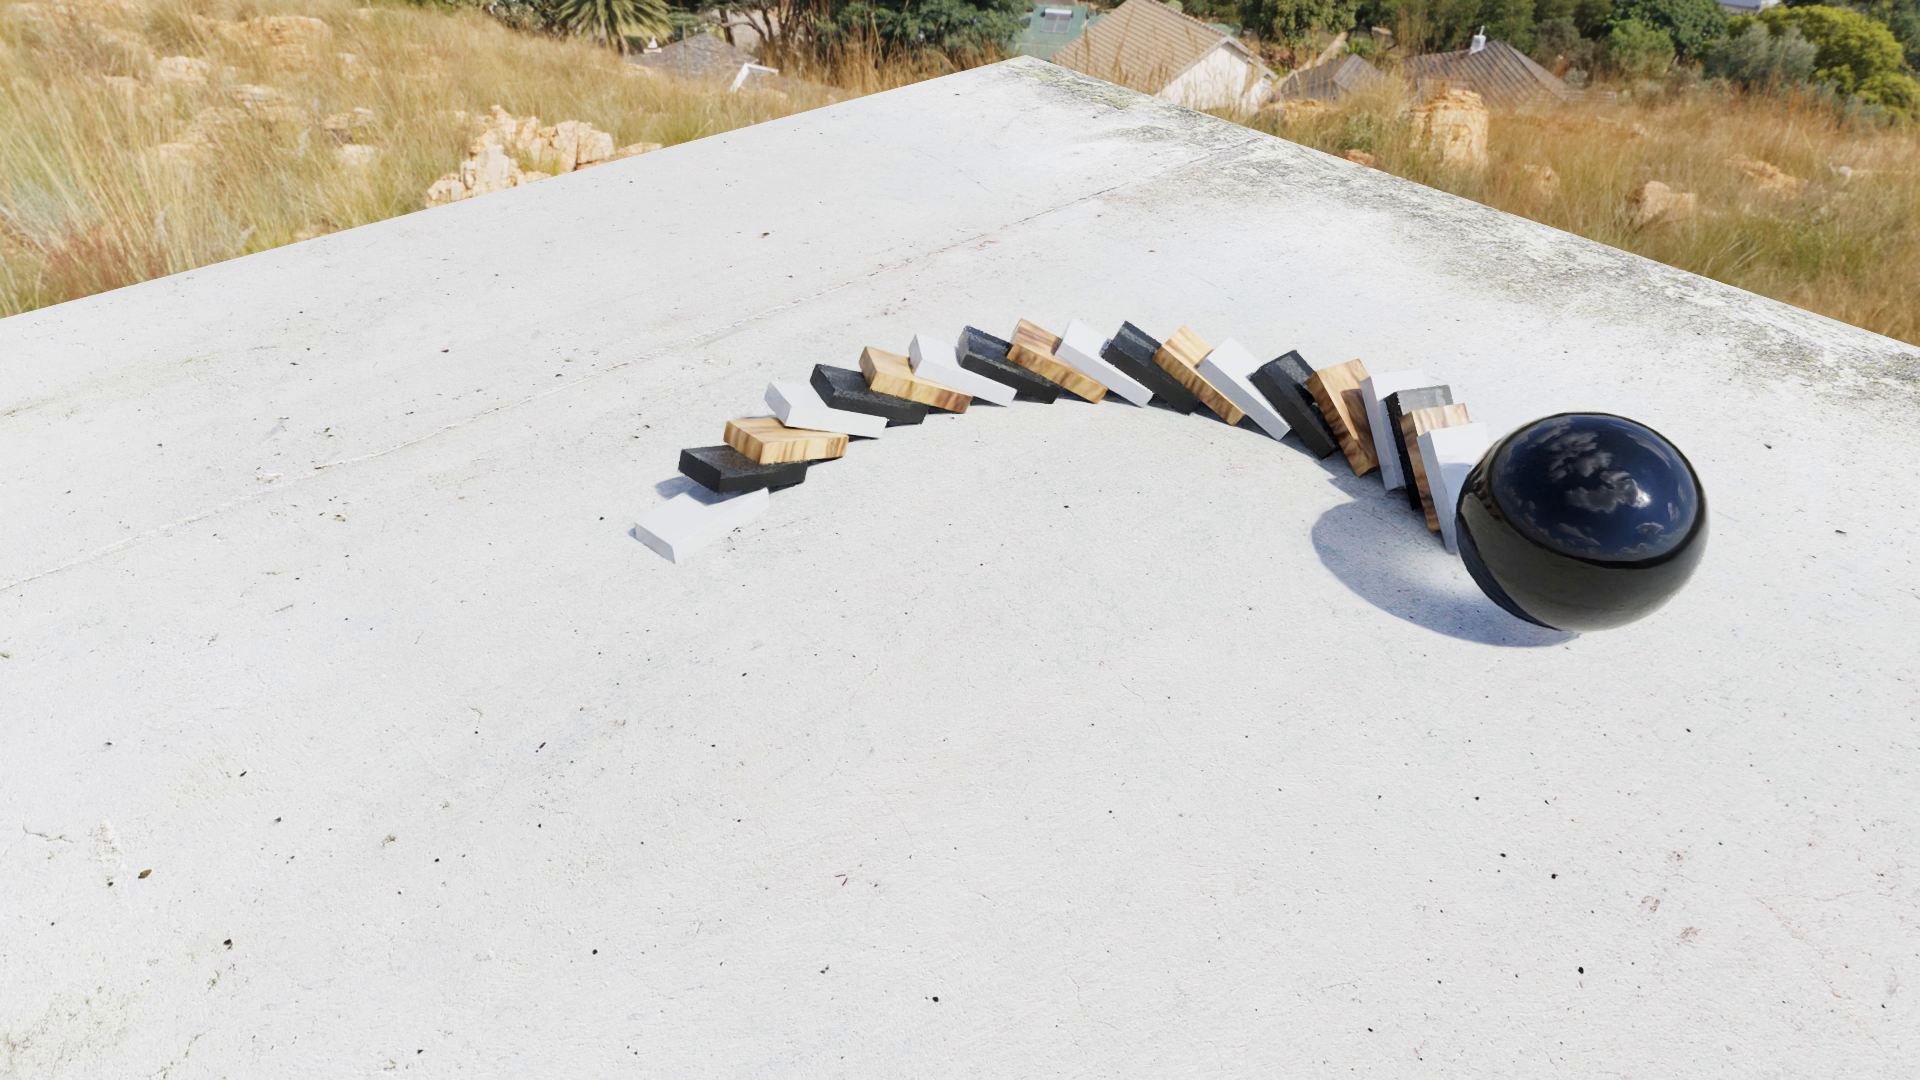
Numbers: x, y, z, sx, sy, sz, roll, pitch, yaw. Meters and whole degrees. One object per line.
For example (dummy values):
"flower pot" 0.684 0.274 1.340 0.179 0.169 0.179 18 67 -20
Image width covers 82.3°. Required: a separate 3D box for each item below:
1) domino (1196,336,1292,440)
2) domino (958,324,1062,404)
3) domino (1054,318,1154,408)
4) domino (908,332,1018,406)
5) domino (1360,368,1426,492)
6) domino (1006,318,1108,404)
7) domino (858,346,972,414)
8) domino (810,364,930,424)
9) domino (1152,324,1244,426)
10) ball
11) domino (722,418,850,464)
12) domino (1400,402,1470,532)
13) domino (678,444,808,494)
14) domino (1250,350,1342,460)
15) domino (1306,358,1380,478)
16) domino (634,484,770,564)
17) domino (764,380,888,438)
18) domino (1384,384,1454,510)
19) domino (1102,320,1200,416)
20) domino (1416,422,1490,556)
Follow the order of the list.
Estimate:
"domino" 0.137 -0.071 0.514 0.050 0.010 0.025 42 51 8
"domino" 0.024 -0.085 0.531 0.050 0.010 0.025 19 36 -18
"domino" 0.071 -0.086 0.532 0.050 0.010 0.025 29 41 -5
"domino" 0.001 -0.082 0.527 0.050 0.009 0.025 16 34 -22
"domino" 0.193 -0.048 0.478 0.025 0.010 0.050 -8 81 -11
"domino" 0.048 -0.087 0.533 0.050 0.009 0.025 25 39 -10
"domino" -0.021 -0.076 0.520 0.050 0.009 0.025 11 33 -28
"domino" -0.042 -0.068 0.510 0.050 0.010 0.025 6 32 -35
"domino" 0.118 -0.079 0.523 0.050 0.010 0.025 41 50 7
"ball" 0.222 -0.007 0.396 0.080 0.080 0.080 0 39 0
"domino" -0.076 -0.045 0.483 0.025 0.009 0.050 31 26 32
"domino" 0.202 -0.030 0.456 0.025 0.010 0.050 -10 81 -11
"domino" -0.091 -0.031 0.466 0.025 0.010 0.050 28 24 30
"domino" 0.159 -0.062 0.504 0.025 0.009 0.050 -27 71 -29
"domino" 0.178 -0.055 0.491 0.025 0.009 0.050 -18 73 -20
"domino" -0.107 -0.011 0.457 0.025 0.009 0.050 28 47 30
"domino" -0.061 -0.059 0.499 0.050 0.010 0.025 4 31 -38
"domino" 0.200 -0.040 0.468 0.025 0.009 0.050 -8 81 -11
"domino" 0.095 -0.083 0.528 0.050 0.009 0.025 34 44 0
"domino" 0.205 -0.021 0.445 0.025 0.010 0.050 -9 81 -11
